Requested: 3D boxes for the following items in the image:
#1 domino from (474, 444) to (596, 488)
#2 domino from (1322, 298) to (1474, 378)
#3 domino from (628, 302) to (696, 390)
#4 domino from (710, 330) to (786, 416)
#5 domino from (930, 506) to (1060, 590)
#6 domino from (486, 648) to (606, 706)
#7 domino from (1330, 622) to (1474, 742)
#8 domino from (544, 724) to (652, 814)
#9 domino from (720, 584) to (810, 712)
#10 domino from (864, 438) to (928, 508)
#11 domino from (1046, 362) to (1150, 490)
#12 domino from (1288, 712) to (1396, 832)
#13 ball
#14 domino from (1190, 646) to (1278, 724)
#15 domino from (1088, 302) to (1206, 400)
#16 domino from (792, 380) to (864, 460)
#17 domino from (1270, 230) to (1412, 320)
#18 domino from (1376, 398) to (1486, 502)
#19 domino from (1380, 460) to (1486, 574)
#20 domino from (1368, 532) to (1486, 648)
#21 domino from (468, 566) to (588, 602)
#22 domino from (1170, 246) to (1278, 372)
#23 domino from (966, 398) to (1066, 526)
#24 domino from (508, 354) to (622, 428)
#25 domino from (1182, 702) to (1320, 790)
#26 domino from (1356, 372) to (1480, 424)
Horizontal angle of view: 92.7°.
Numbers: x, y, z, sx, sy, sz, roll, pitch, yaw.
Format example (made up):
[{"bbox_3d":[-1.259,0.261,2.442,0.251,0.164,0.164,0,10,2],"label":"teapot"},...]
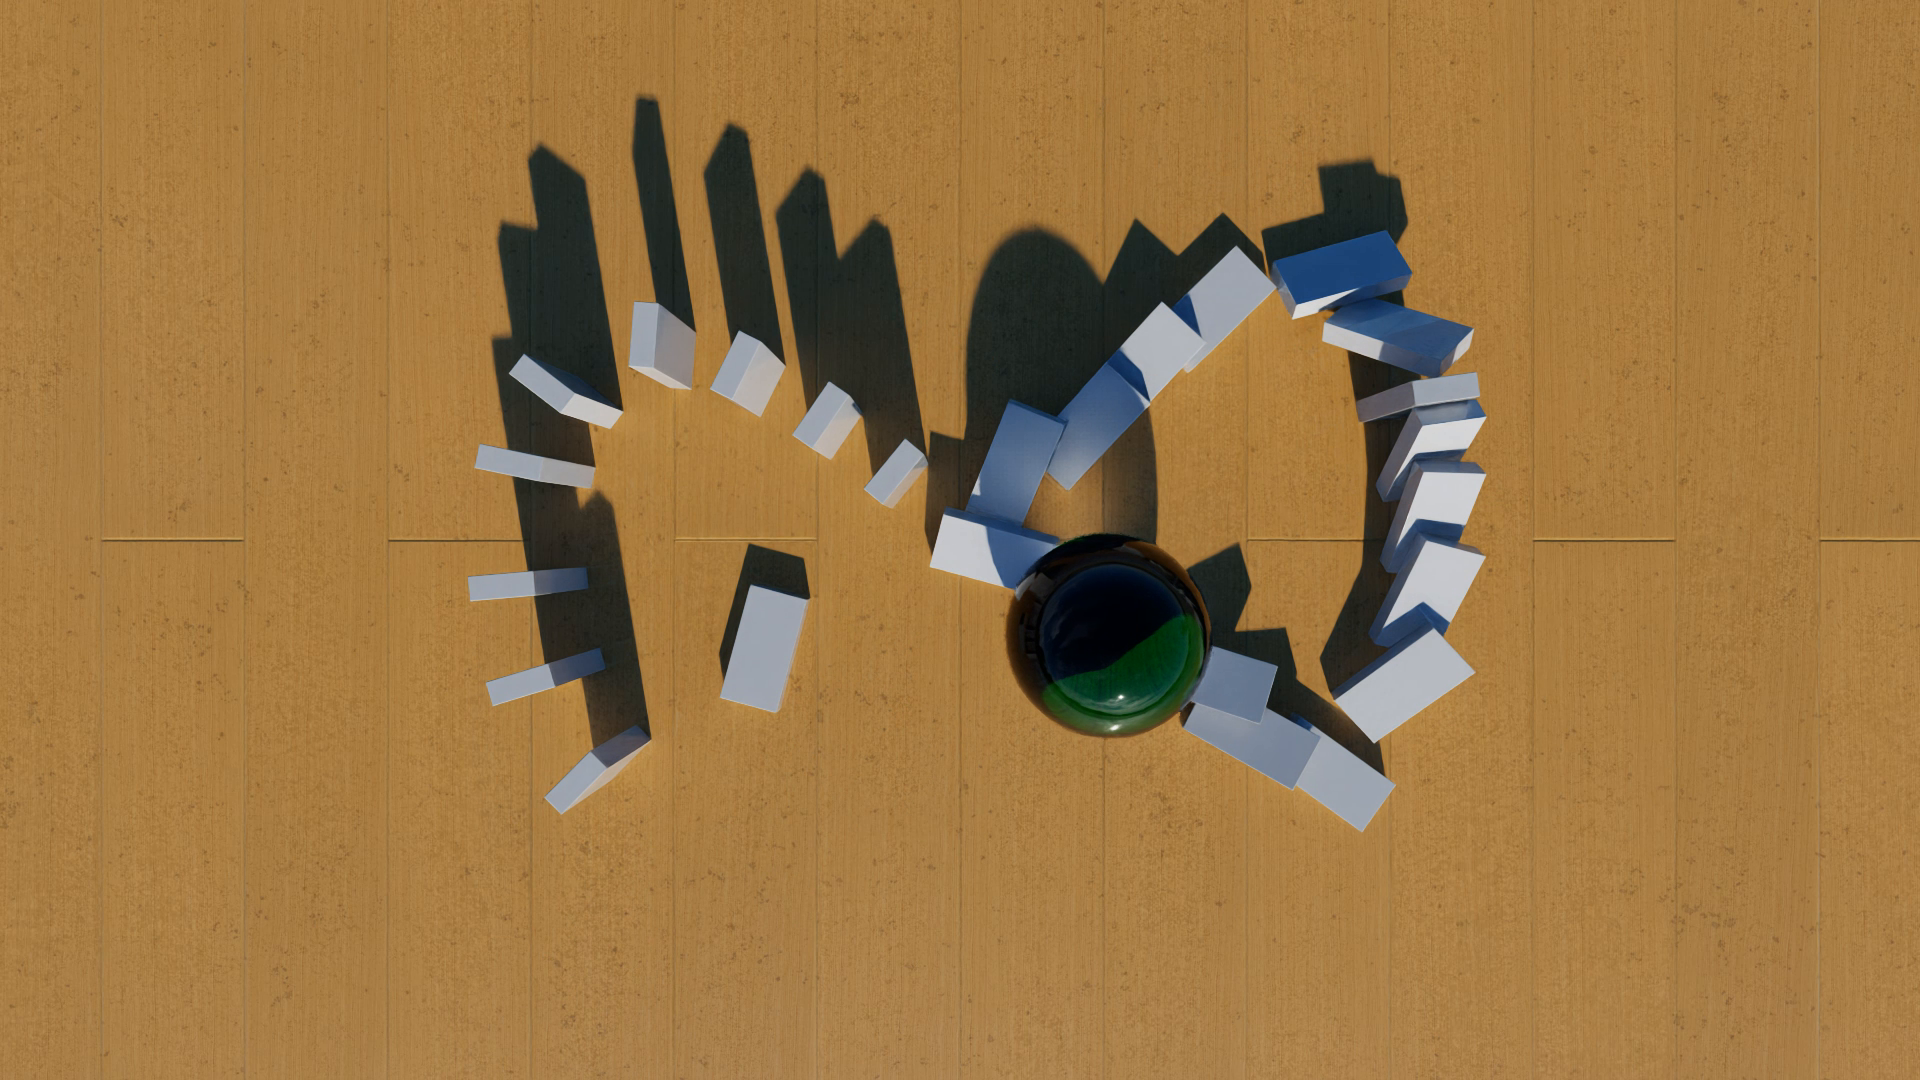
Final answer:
[{"bbox_3d":[-0.172,-0.030,0.375,0.025,0.050,0.009,12,90,0],"label":"domino"},{"bbox_3d":[0.179,-0.085,0.377,0.025,0.010,0.050,-39,50,-22],"label":"domino"},{"bbox_3d":[-0.121,-0.078,0.375,0.010,0.050,0.025,5,90,0],"label":"domino"},{"bbox_3d":[-0.086,-0.067,0.375,0.010,0.050,0.025,26,90,0],"label":"domino"},{"bbox_3d":[0.015,0.005,0.391,0.050,0.010,0.025,15,114,0],"label":"domino"},{"bbox_3d":[-0.168,0.055,0.375,0.025,0.050,0.009,-17,90,0],"label":"domino"},{"bbox_3d":[0.187,0.060,0.388,0.050,0.009,0.025,-43,90,18],"label":"domino"},{"bbox_3d":[-0.147,0.093,0.375,0.009,0.050,0.025,45,90,0],"label":"domino"},{"bbox_3d":[-0.084,0.046,0.395,0.025,0.009,0.050,15,90,0],"label":"domino"},{"bbox_3d":[-0.025,-0.026,0.375,0.010,0.050,0.025,40,90,0],"label":"domino"},{"bbox_3d":[0.054,-0.048,0.388,0.025,0.009,0.050,43,106,0],"label":"domino"},{"bbox_3d":[0.158,0.100,0.395,0.050,0.010,0.025,36,90,0],"label":"domino"},{"bbox_3d":[0.058,0.037,0.360,0.080,0.080,0.080,0,90,0],"label":"ball"},{"bbox_3d":[0.105,0.057,0.387,0.050,0.010,0.025,17,86,19],"label":"domino"},{"bbox_3d":[0.077,-0.073,0.389,0.025,0.009,0.050,43,104,0],"label":"domino"},{"bbox_3d":[-0.053,-0.048,0.375,0.010,0.050,0.025,35,90,0],"label":"domino"},{"bbox_3d":[0.162,-0.113,0.390,0.050,0.010,0.025,-15,64,0],"label":"domino"},{"bbox_3d":[0.192,-0.036,0.377,0.025,0.050,0.009,-8,56,0],"label":"domino"},{"bbox_3d":[0.196,-0.009,0.382,0.025,0.009,0.050,2,125,0],"label":"domino"},{"bbox_3d":[0.196,0.024,0.386,0.025,0.009,0.050,15,114,0],"label":"domino"},{"bbox_3d":[-0.175,0.018,0.375,0.025,0.050,0.009,-5,90,0],"label":"domino"},{"bbox_3d":[0.109,-0.099,0.395,0.050,0.010,0.025,-44,90,0],"label":"domino"},{"bbox_3d":[0.023,-0.031,0.387,0.025,0.010,0.050,22,110,0],"label":"domino"},{"bbox_3d":[-0.160,-0.060,0.375,0.025,0.050,0.010,38,90,0],"label":"domino"},{"bbox_3d":[0.123,0.082,0.389,0.050,0.010,0.025,29,90,15],"label":"domino"},{"bbox_3d":[0.186,-0.058,0.375,0.025,0.050,0.010,-8,90,0],"label":"domino"}]
